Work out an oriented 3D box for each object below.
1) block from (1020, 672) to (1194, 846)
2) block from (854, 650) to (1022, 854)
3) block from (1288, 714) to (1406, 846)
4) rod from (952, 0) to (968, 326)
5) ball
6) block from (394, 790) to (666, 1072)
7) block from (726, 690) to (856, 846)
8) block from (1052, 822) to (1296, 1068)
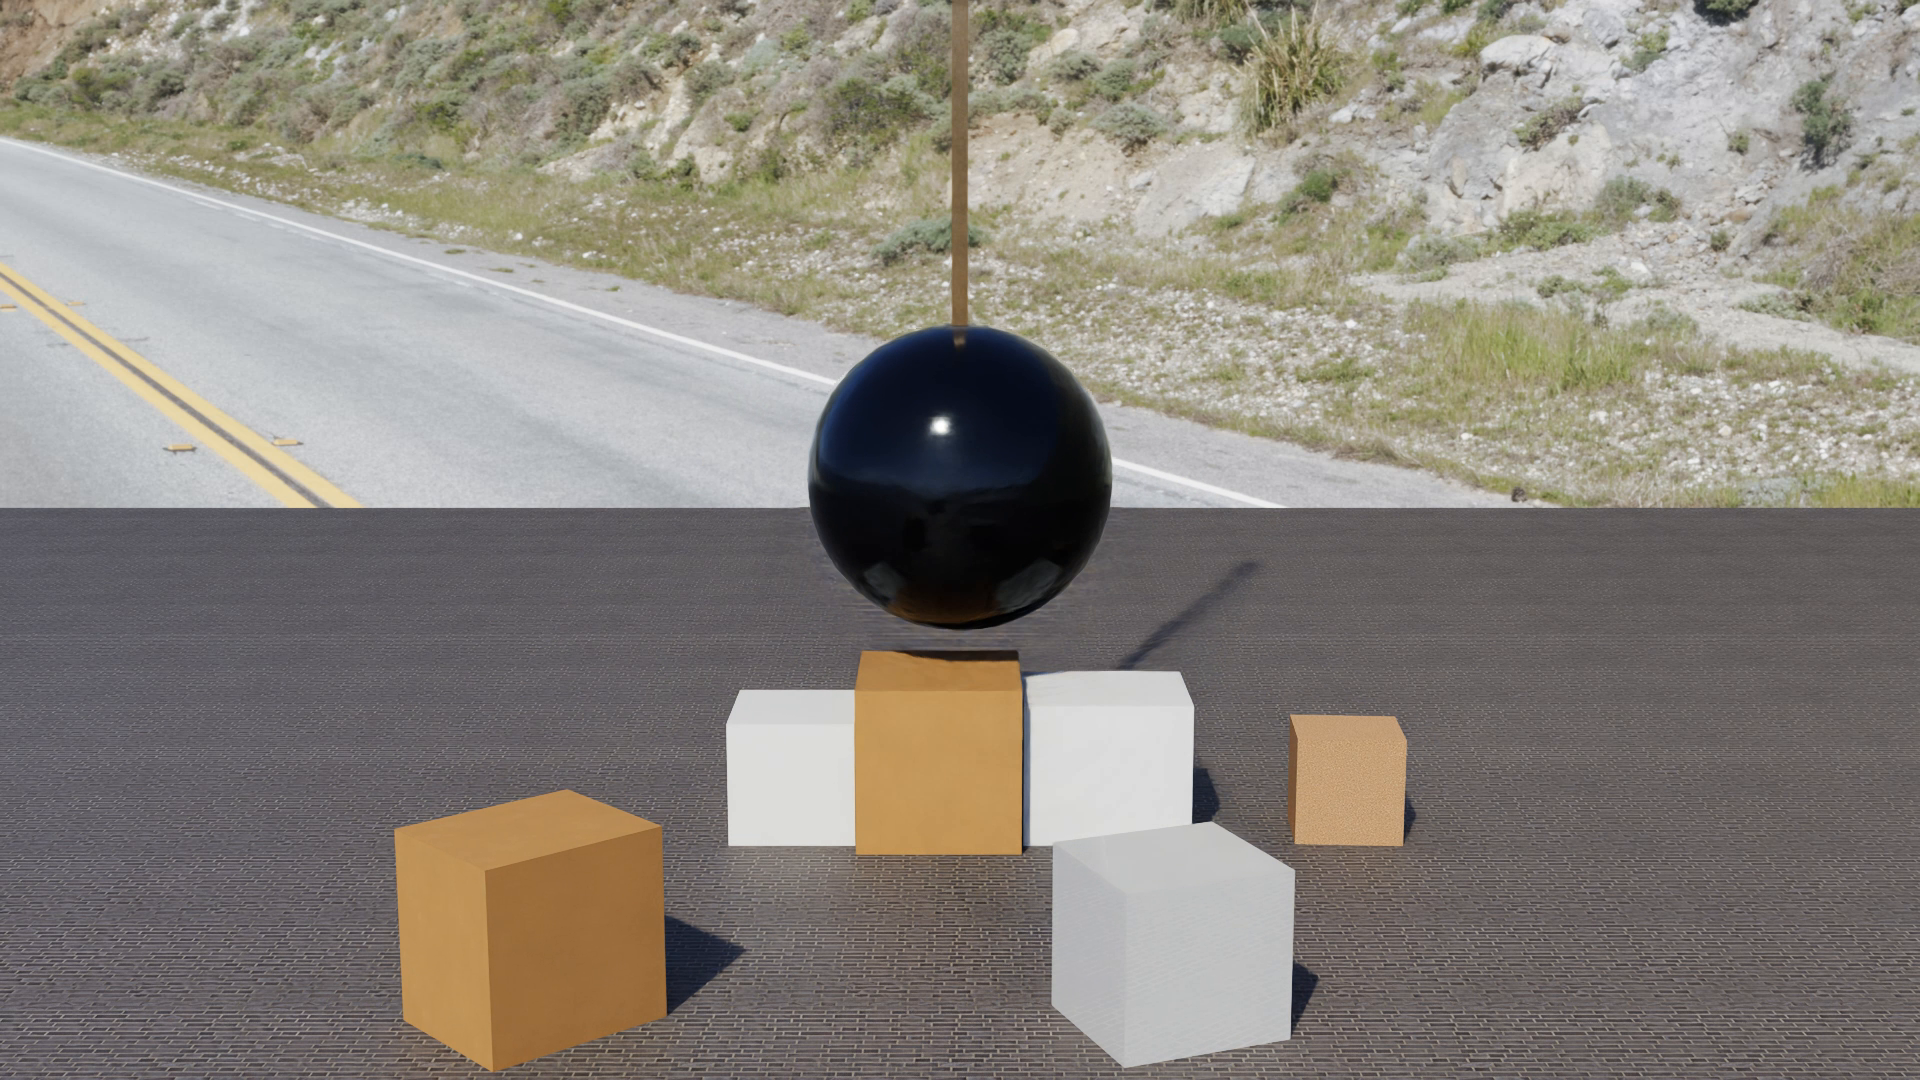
[{"bbox_3d":[0.742,1.120,11.380,0.849,0.724,0.727,0,10,0],"label":"block"},{"bbox_3d":[-0.106,1.075,11.311,0.825,0.837,0.884,0,10,0],"label":"block"},{"bbox_3d":[1.978,1.227,11.281,0.541,0.549,0.473,1,10,4],"label":"block"},{"bbox_3d":[0.000,-3.632,10.671,0.080,5.200,0.080,0,14,0],"label":"rod"},{"bbox_3d":[0.000,-0.327,11.468,1.600,1.600,1.600,0,10,0],"label":"ball"},{"bbox_3d":[-1.720,1.542,8.837,0.805,0.804,0.692,-9,14,-42],"label":"block"},{"bbox_3d":[-0.847,1.168,11.374,0.639,0.632,0.698,0,10,0],"label":"block"},{"bbox_3d":[0.842,1.600,8.812,0.730,0.698,0.675,-4,11,-22],"label":"block"}]
